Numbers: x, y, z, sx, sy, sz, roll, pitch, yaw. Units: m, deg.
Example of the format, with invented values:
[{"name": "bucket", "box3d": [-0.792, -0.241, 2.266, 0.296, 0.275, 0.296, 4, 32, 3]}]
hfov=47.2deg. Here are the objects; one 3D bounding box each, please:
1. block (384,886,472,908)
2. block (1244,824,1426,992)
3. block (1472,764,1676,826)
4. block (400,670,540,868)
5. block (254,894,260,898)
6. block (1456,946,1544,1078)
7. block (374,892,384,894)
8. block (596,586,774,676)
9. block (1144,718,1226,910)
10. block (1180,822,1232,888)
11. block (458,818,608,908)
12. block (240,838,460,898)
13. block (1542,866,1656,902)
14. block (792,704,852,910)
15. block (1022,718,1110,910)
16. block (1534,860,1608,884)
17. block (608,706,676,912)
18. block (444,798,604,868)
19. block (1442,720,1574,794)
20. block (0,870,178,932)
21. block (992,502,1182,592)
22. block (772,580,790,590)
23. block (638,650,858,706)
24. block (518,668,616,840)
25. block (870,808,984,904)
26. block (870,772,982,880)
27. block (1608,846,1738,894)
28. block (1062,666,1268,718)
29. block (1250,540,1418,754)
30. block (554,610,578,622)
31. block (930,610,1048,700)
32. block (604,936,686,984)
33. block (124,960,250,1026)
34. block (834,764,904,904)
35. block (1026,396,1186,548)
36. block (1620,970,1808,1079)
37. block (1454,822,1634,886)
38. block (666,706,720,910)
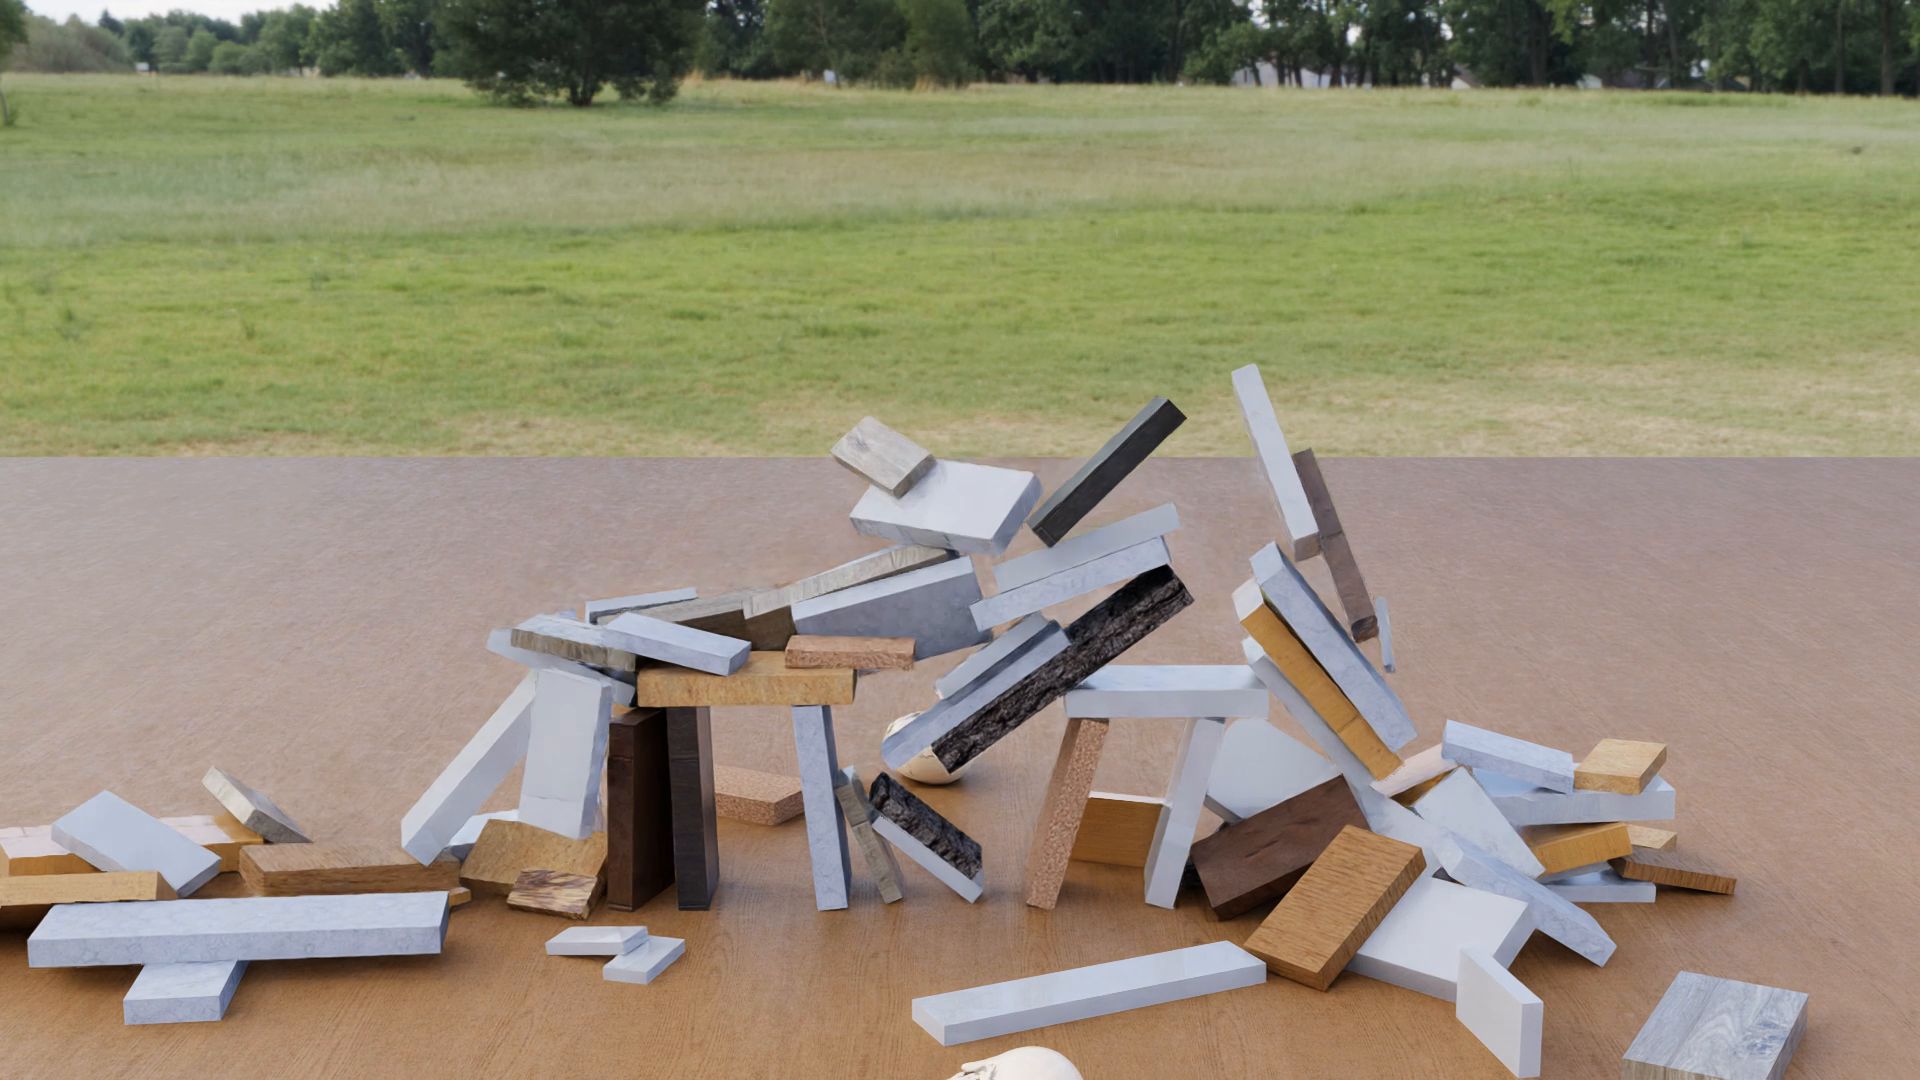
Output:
[{"name": "block", "box3d": [-0.877, 0.577, 3.614, 0.132, 0.019, 0.066, 9, 7, 27]}, {"name": "block", "box3d": [0.573, 0.557, 3.353, 0.140, 0.040, 0.281, 13, 46, 45]}, {"name": "block", "box3d": [0.992, 0.422, 3.666, 0.345, 0.049, 0.172, -2, 11, 0]}, {"name": "block", "box3d": [-0.788, 0.367, 3.648, 0.050, 0.356, 0.178, 42, -4, -16]}, {"name": "block", "box3d": [-1.128, 0.582, 3.662, 0.066, 0.019, 0.132, -1, 11, -4]}, {"name": "block", "box3d": [0.746, 0.651, 3.047, 0.030, 0.106, 0.212, -2, 11, -10]}, {"name": "block", "box3d": [-1.012, 0.575, 3.657, 0.132, 0.019, 0.066, -1, 24, -4]}, {"name": "block", "box3d": [-0.463, 0.174, 3.783, 0.305, 0.153, 0.043, -11, 45, -12]}, {"name": "block", "box3d": [0.371, 0.430, 3.642, 0.046, 0.324, 0.162, 15, 11, 2]}, {"name": "block", "box3d": [0.491, 0.519, 3.752, 0.130, 0.037, 0.259, -6, 16, 36]}, {"name": "block", "box3d": [-0.702, 0.538, 3.675, 0.248, 0.035, 0.124, 4, 46, 21]}, {"name": "block", "box3d": [-0.998, 0.535, 3.598, 0.316, 0.045, 0.158, 2, 7, -31]}, {"name": "block", "box3d": [1.049, 0.575, 3.674, 0.196, 0.028, 0.098, 0, 11, 1]}, {"name": "block", "box3d": [-0.227, 0.419, 3.640, 0.049, 0.344, 0.172, -6, 10, 1]}, {"name": "block", "box3d": [0.174, 0.431, 3.638, 0.046, 0.324, 0.162, 16, 10, -3]}, {"name": "block", "box3d": [0.973, 0.541, 3.670, 0.196, 0.028, 0.098, -14, 10, 9]}, {"name": "block", "box3d": [-0.523, 0.436, 3.628, 0.045, 0.316, 0.158, 6, 12, 18]}, {"name": "block", "box3d": [-0.786, 0.516, 3.840, 0.307, 0.043, 0.153, -8, 12, 0]}, {"name": "block", "box3d": [0.905, 0.358, 3.638, 0.211, 0.030, 0.105, 15, 19, 9]}, {"name": "block", "box3d": [-1.406, 0.567, 3.447, 0.316, 0.045, 0.158, -1, -23, -8]}, {"name": "block", "box3d": [0.205, 0.014, 3.599, 0.310, 0.044, 0.155, -20, -2, 1]}, {"name": "block", "box3d": [-0.386, 0.146, 3.925, 0.191, 0.095, 0.027, -18, -34, 10]}, {"name": "block", "box3d": [-0.344, 0.226, 3.602, 0.344, 0.049, 0.172, -1, 11, 0]}, {"name": "block", "box3d": [-0.620, 0.336, 3.463, 0.122, 0.245, 0.035, 12, 6, 27]}, {"name": "block", "box3d": [-0.053, 0.513, 3.657, 0.212, 0.030, 0.106, 38, 8, -7]}, {"name": "block", "box3d": [-0.056, 0.473, 3.650, 0.212, 0.030, 0.106, 38, 8, -7]}, {"name": "block", "box3d": [1.190, 0.551, 3.695, 0.196, 0.028, 0.098, 10, 11, -8]}, {"name": "block", "box3d": [0.333, 0.248, 3.605, 0.324, 0.046, 0.162, 0, 11, 0]}, {"name": "block", "box3d": [0.603, 0.171, 3.562, 0.050, 0.353, 0.176, -38, 9, 10]}, {"name": "block", "box3d": [-0.681, 0.242, 3.839, 0.031, 0.219, 0.109, -9, -13, -33]}, {"name": "block", "box3d": [0.047, 0.187, 3.582, 0.206, 0.029, 0.103, -36, 0, -6]}, {"name": "block", "box3d": [-0.480, 0.639, 3.351, 0.071, 0.020, 0.141, 3, 11, 16]}, {"name": "block", "box3d": [-1.140, 0.646, 3.263, 0.132, 0.037, 0.264, -1, 11, -7]}, {"name": "block", "box3d": [-0.150, 0.488, 3.651, 0.030, 0.212, 0.106, -23, 10, 4]}, {"name": "block", "box3d": [0.233, -0.111, 3.551, 0.299, 0.042, 0.149, -44, 6, 2]}, {"name": "block", "box3d": [1.037, 0.687, 3.009, 0.177, 0.050, 0.354, 6, 12, 29]}, {"name": "block", "box3d": [0.924, 0.514, 3.668, 0.345, 0.049, 0.172, -15, 10, 5]}, {"name": "block", "box3d": [-0.441, 0.420, 3.641, 0.049, 0.344, 0.172, -2, 11, 0]}]
